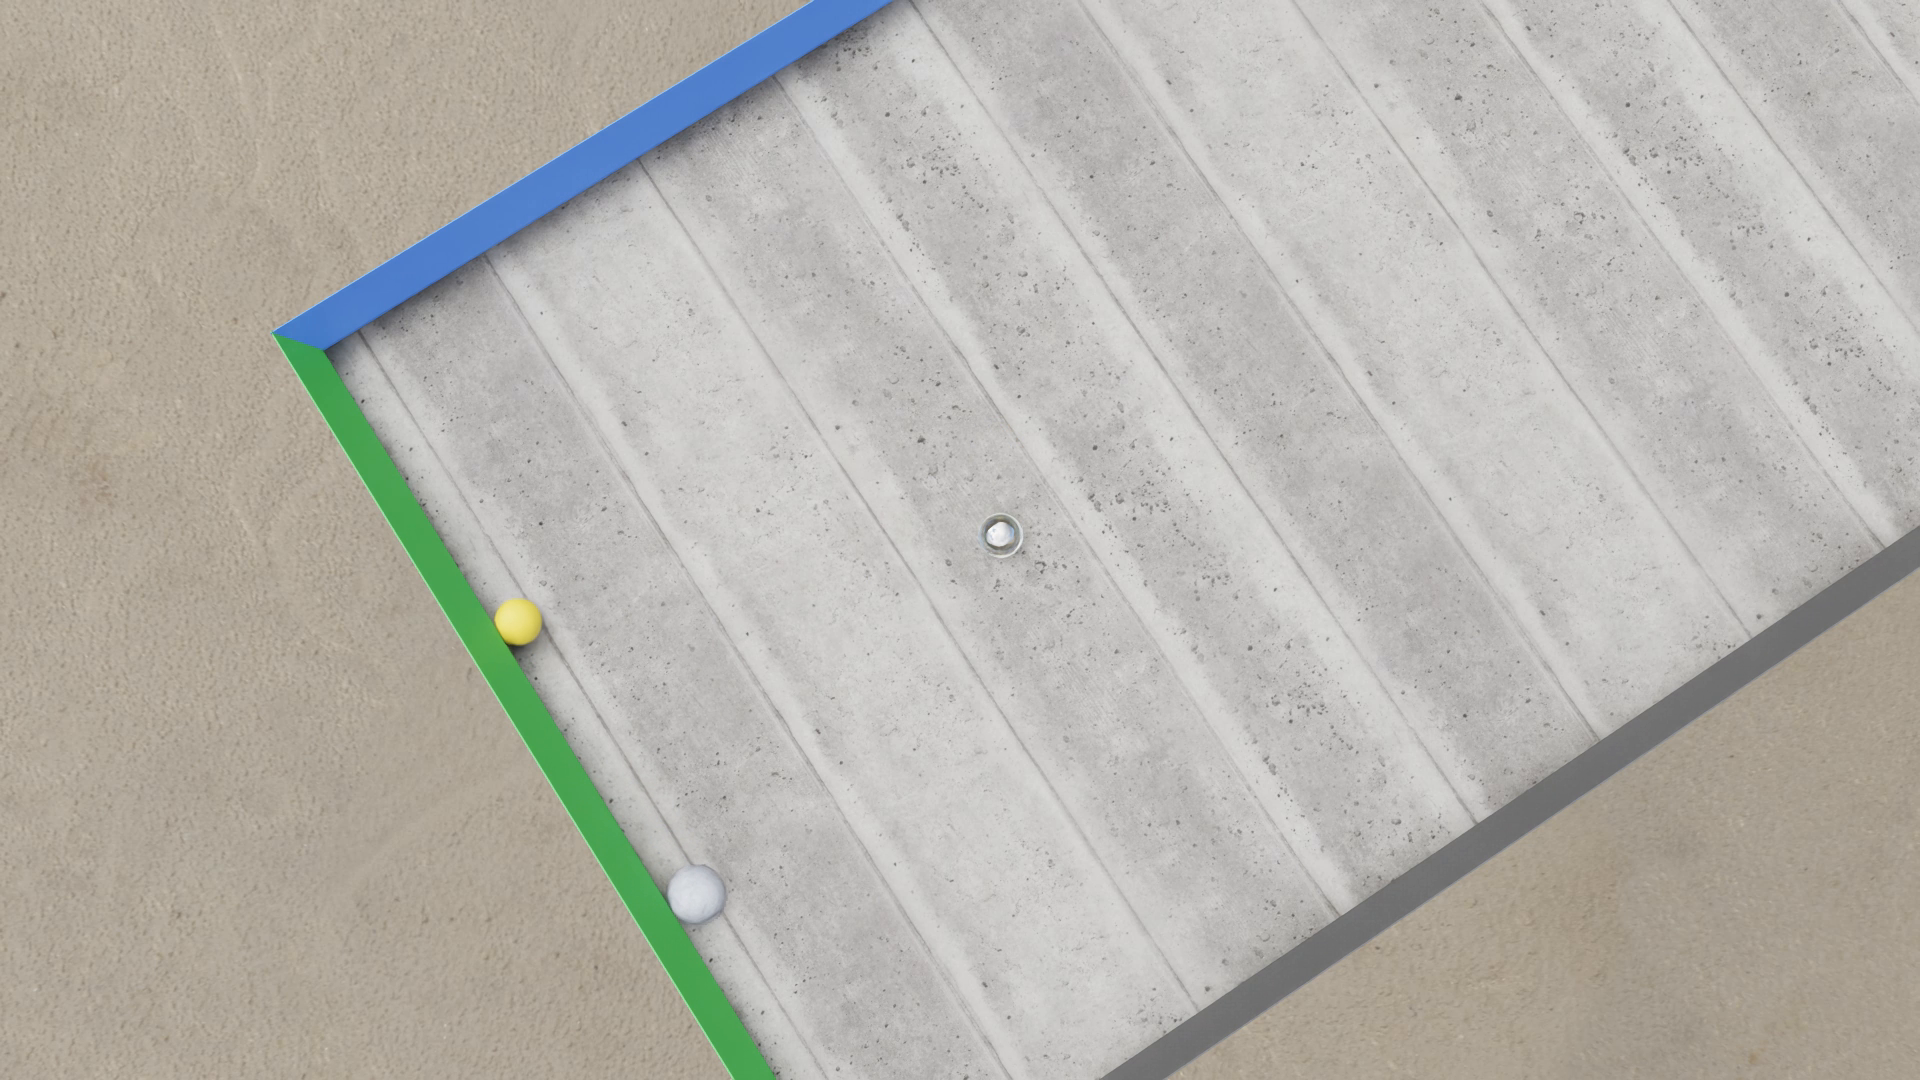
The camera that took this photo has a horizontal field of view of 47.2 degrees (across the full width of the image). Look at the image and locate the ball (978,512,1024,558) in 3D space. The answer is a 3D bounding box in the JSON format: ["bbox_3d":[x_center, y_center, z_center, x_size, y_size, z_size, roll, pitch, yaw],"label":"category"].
[{"bbox_3d":[0.061,-0.007,3.284,0.067,0.067,0.067,0,80,0],"label":"ball"}]

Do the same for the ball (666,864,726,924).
[{"bbox_3d":[-0.382,0.512,3.186,0.085,0.085,0.085,0,80,0],"label":"ball"}]

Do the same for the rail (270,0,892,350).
[{"bbox_3d":[0.150,-1.025,3.435,2.769,0.110,0.045,-33,82,-5],"label":"rail"}]

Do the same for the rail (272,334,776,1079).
[{"bbox_3d":[-0.560,0.357,3.198,0.045,0.110,1.619,-33,82,-5],"label":"rail"}]

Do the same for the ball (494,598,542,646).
[{"bbox_3d":[-0.655,0.122,3.260,0.070,0.070,0.070,0,80,0],"label":"ball"}]

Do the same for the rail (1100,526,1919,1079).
[{"bbox_3d":[1.009,0.272,3.213,2.769,0.110,0.045,-33,82,-5],"label":"rail"}]
